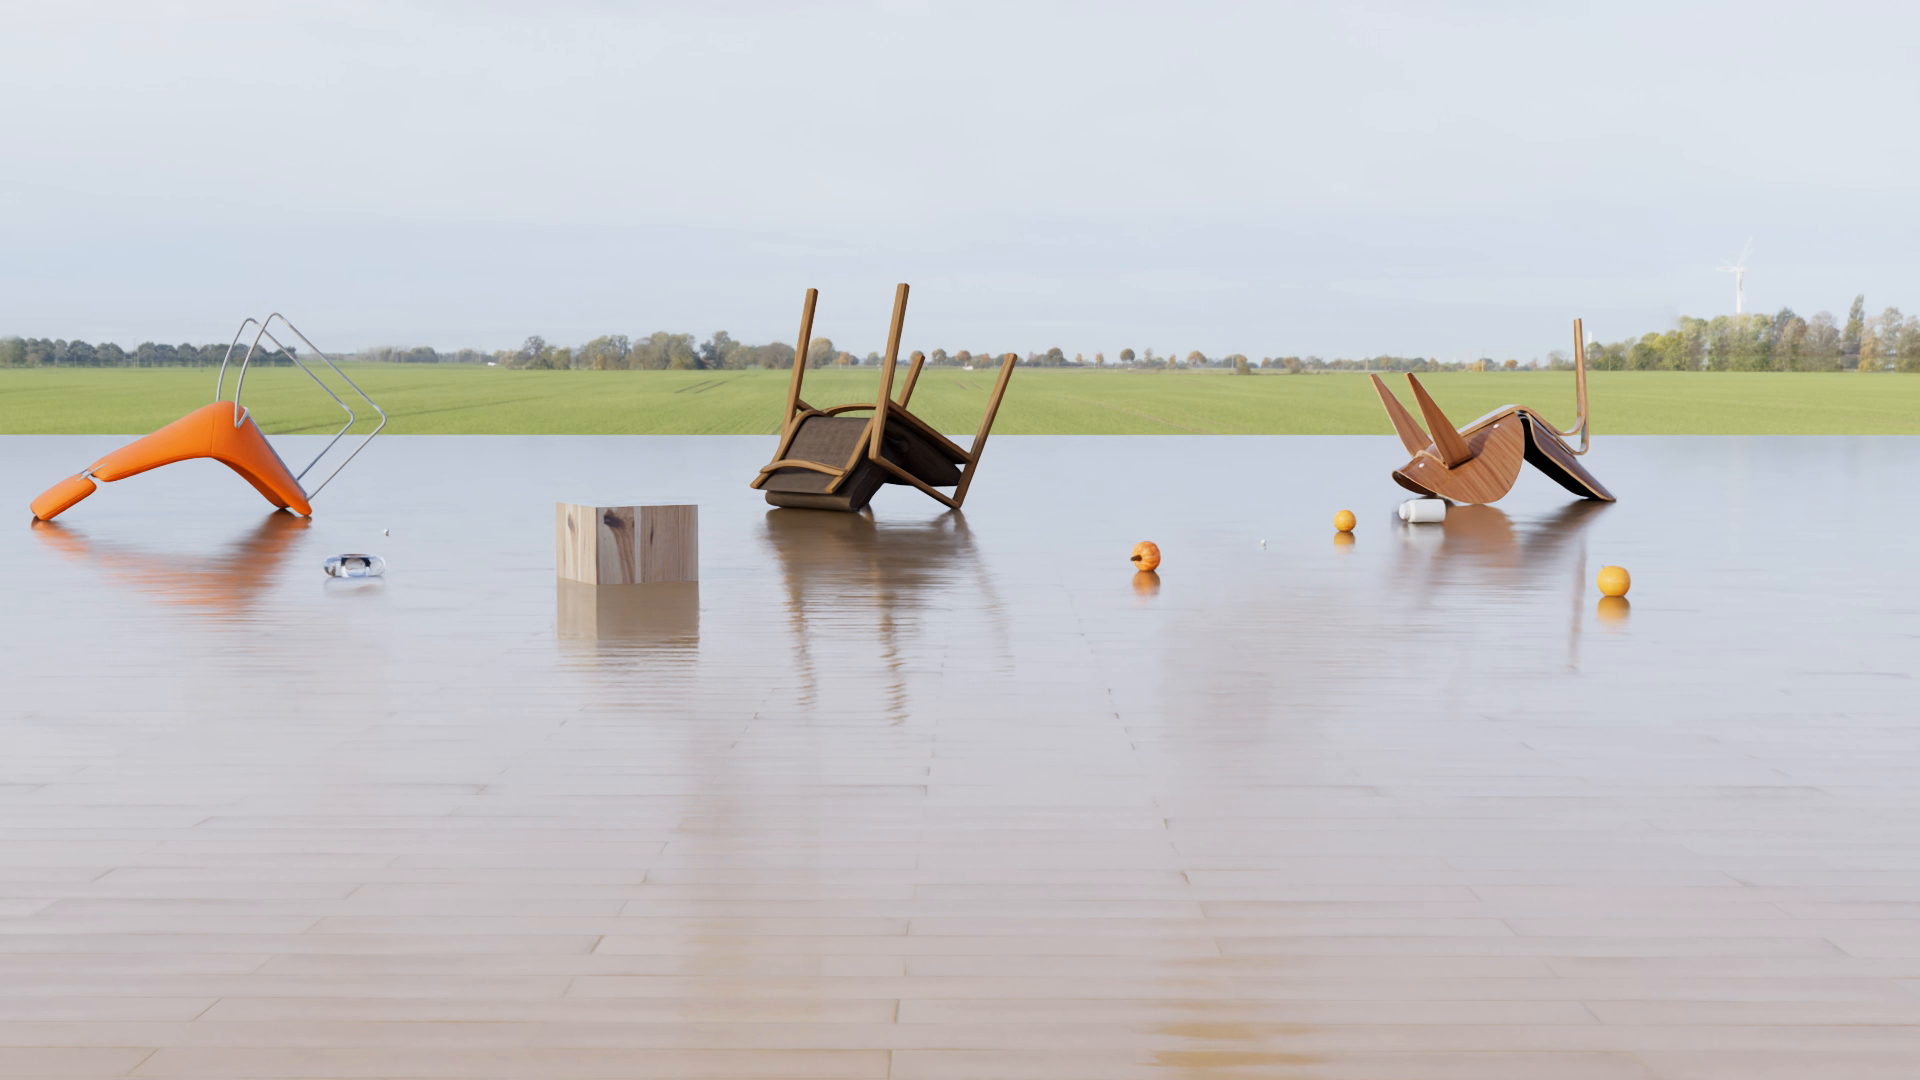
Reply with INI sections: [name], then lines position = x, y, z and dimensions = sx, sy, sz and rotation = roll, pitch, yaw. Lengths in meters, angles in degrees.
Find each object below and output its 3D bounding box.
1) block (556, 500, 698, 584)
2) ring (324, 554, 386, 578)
[block]
position = -0.792, 0.002, 5.218
dimensions = 0.252, 0.179, 0.277
rotation = -2, 5, -29
[ring]
position = -1.458, 0.061, 5.294
dimensions = 0.133, 0.050, 0.150
rotation = 5, 6, 43
